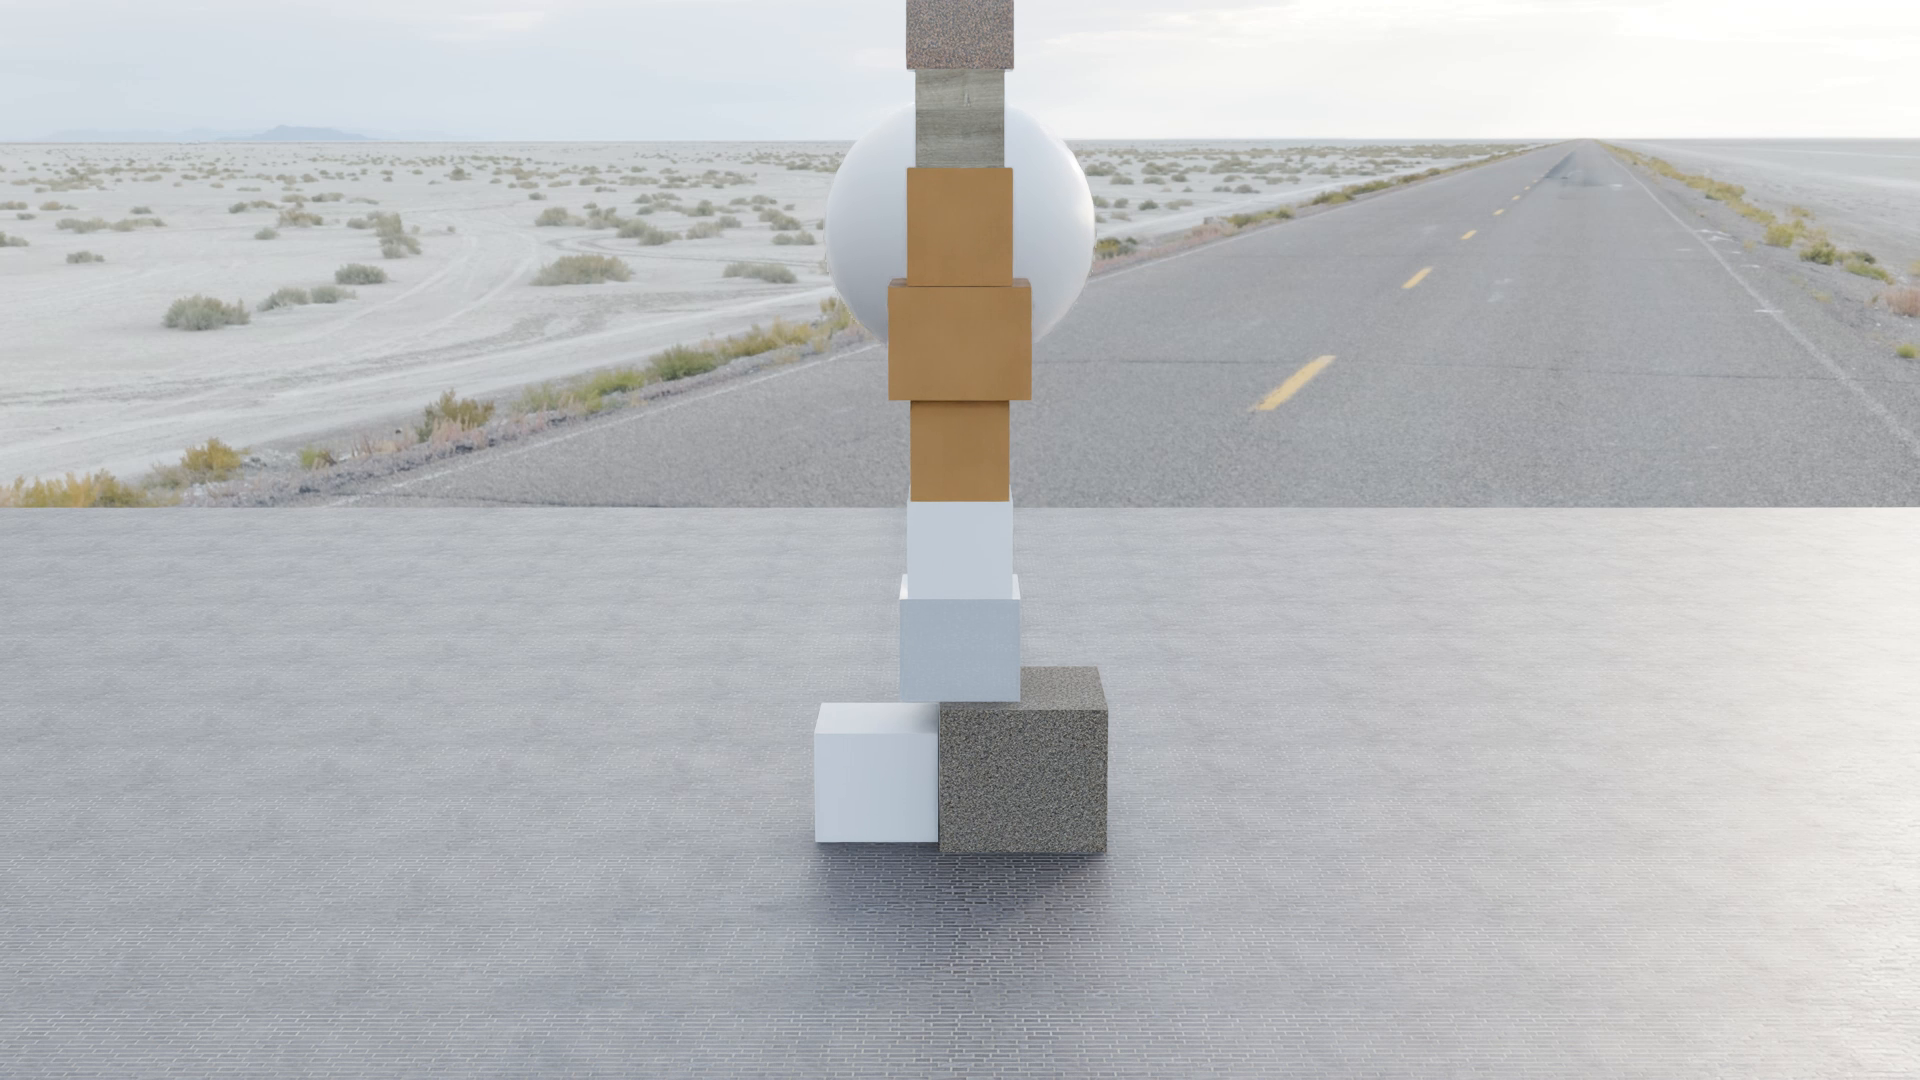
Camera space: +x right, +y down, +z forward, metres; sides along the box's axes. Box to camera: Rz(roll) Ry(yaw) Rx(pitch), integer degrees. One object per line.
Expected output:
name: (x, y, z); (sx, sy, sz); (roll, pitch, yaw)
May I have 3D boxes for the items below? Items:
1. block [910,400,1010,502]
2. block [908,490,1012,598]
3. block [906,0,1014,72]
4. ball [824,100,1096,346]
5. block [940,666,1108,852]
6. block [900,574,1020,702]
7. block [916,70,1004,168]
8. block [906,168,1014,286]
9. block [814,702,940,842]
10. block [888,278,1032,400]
block: (0.000, -0.489, 11.080); (0.487, 0.509, 0.548); (0, 10, 0)
block: (0.000, 0.002, 11.164); (0.522, 0.487, 0.557); (0, 10, 0)
block: (0.000, -2.546, 10.733); (0.518, 0.501, 0.516); (0, 10, 0)
ball: (0.000, -1.819, 12.958); (1.600, 1.600, 1.600); (0, 10, 0)
block: (0.316, 1.118, 11.367); (0.834, 0.734, 0.911); (0, 10, 0)
block: (0.000, 0.494, 11.282); (0.602, 0.524, 0.638); (0, 10, 0)
block: (0.000, -2.067, 10.806); (0.428, 0.468, 0.501); (0, 10, 0)
block: (0.000, -1.556, 10.877); (0.513, 0.564, 0.490); (0, 10, 0)
block: (-0.422, 1.197, 11.395); (0.622, 0.568, 0.609); (0, 10, 0)
block: (0.000, -1.010, 10.985); (0.695, 0.550, 0.672); (0, 10, 0)
